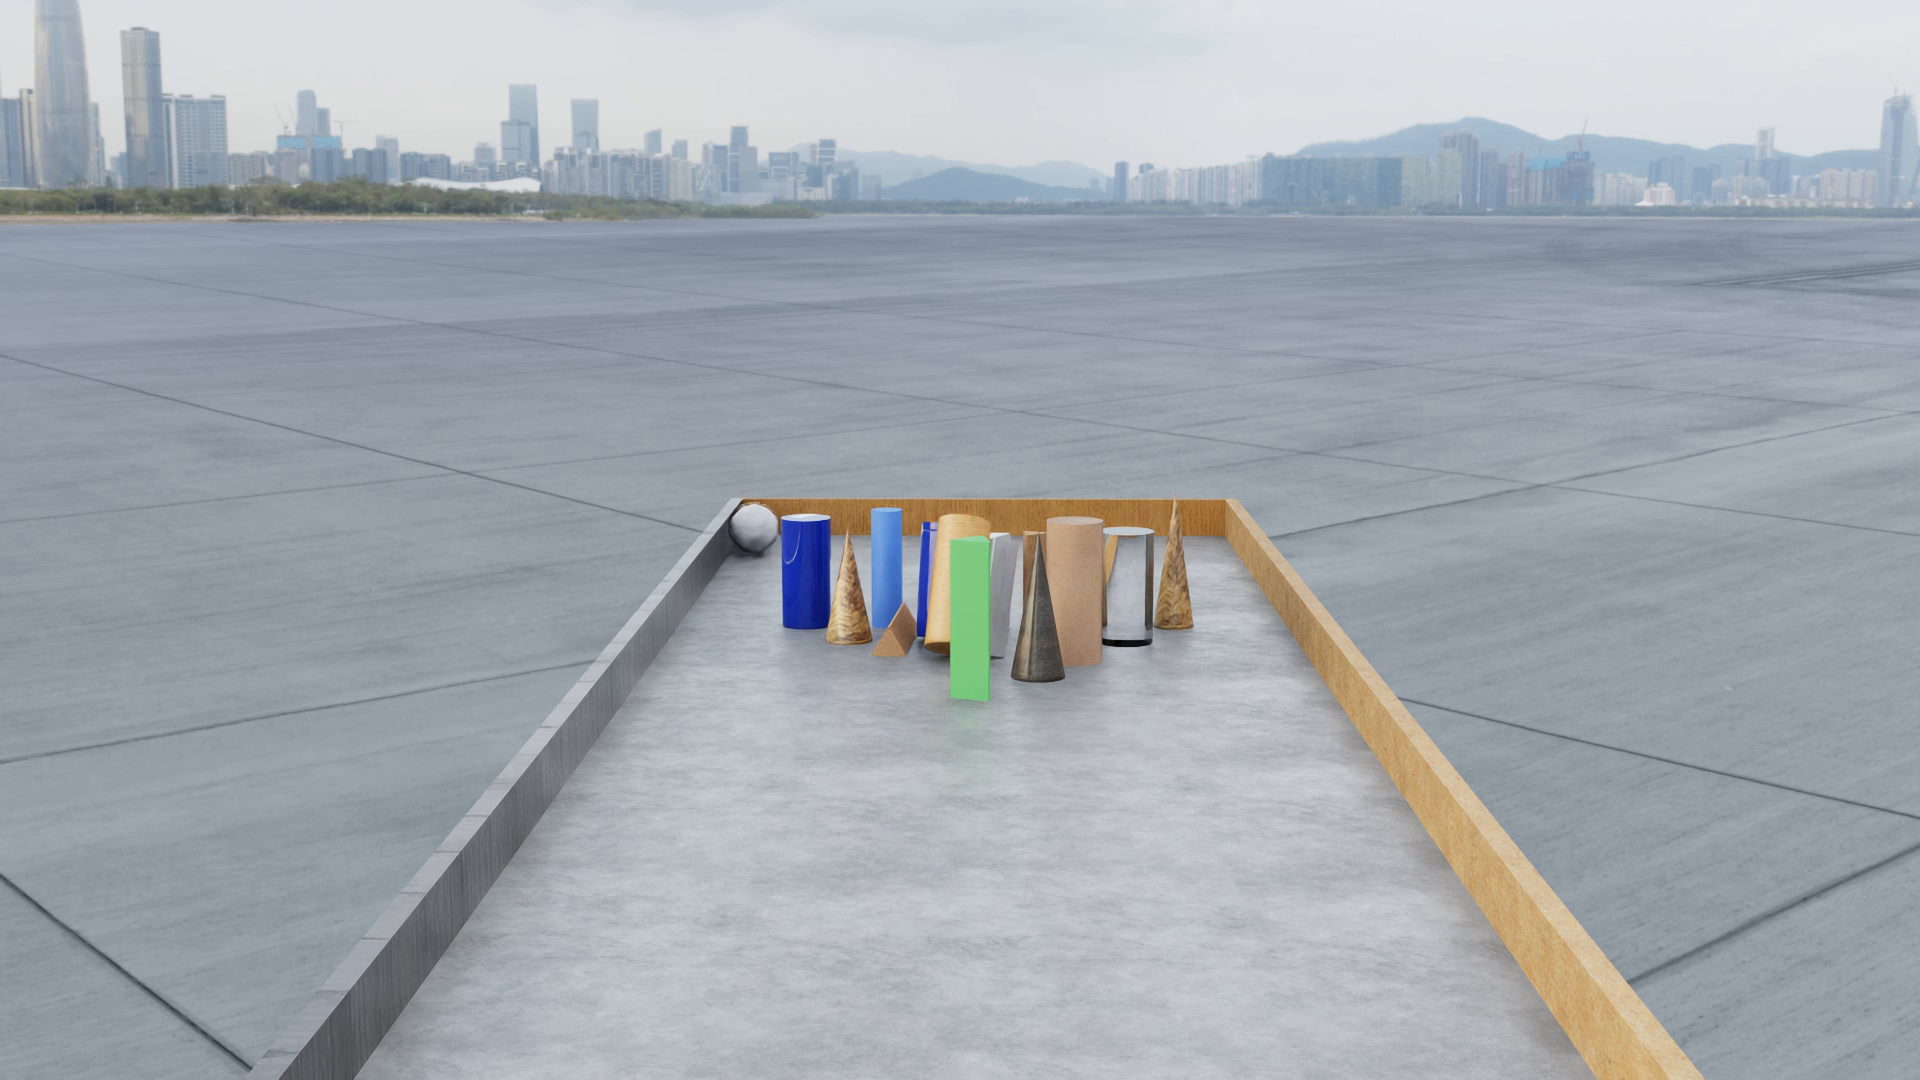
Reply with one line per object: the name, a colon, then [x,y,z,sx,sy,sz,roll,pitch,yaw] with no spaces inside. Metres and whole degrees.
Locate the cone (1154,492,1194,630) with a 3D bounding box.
cone: [0.701,0.059,7.188,0.134,0.453,0.134,0,9,0]

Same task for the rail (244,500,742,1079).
rail: [-1.004,0.839,3.234,0.050,0.150,12.000,0,9,1]

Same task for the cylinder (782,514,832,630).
cylinder: [-0.503,0.103,7.213,0.163,0.358,0.163,0,9,0]

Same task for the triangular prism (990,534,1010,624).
triangular prism: [0.067,0.133,7.192,0.130,0.306,0.151,5,10,31]

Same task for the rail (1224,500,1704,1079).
rail: [1.046,0.843,3.208,0.050,0.150,12.000,0,9,1]

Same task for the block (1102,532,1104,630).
block: [0.385,0.113,7.182,0.130,0.348,0.130,-3,10,-20]

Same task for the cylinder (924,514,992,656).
cylinder: [-0.006,0.138,6.743,0.164,0.405,0.164,6,-17,2]

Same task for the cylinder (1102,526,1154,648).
cylinder: [0.524,0.147,6.945,0.174,0.356,0.174,0,9,0]

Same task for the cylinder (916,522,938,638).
cylinder: [-0.041,0.128,6.964,0.179,0.362,0.179,3,0,0]

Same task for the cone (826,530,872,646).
cone: [-0.353,0.138,6.969,0.152,0.367,0.152,0,9,0]

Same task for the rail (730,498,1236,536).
rail: [0.099,-0.098,9.147,2.100,0.150,0.050,0,9,1]

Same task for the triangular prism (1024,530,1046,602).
triangular prism: [0.224,0.148,6.963,0.087,0.349,0.076,-6,11,-34]

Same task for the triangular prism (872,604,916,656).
triangular prism: [-0.201,0.278,6.950,0.104,0.090,0.420,1,9,5]

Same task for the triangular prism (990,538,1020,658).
triangular prism: [0.094,0.176,6.755,0.097,0.357,0.084,12,-8,-37]

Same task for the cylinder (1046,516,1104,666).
cylinder: [0.346,0.154,6.664,0.172,0.430,0.172,0,9,0]

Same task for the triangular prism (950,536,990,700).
triangular prism: [0.046,0.218,6.197,0.118,0.451,0.102,3,10,21]

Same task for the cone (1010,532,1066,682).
cone: [0.229,0.187,6.437,0.162,0.435,0.162,0,9,0]

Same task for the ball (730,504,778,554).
ball: [-0.811,-0.043,8.664,0.194,0.194,0.194,0,9,0]

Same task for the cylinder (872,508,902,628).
cylinder: [-0.240,0.091,7.208,0.102,0.384,0.102,0,9,0]
